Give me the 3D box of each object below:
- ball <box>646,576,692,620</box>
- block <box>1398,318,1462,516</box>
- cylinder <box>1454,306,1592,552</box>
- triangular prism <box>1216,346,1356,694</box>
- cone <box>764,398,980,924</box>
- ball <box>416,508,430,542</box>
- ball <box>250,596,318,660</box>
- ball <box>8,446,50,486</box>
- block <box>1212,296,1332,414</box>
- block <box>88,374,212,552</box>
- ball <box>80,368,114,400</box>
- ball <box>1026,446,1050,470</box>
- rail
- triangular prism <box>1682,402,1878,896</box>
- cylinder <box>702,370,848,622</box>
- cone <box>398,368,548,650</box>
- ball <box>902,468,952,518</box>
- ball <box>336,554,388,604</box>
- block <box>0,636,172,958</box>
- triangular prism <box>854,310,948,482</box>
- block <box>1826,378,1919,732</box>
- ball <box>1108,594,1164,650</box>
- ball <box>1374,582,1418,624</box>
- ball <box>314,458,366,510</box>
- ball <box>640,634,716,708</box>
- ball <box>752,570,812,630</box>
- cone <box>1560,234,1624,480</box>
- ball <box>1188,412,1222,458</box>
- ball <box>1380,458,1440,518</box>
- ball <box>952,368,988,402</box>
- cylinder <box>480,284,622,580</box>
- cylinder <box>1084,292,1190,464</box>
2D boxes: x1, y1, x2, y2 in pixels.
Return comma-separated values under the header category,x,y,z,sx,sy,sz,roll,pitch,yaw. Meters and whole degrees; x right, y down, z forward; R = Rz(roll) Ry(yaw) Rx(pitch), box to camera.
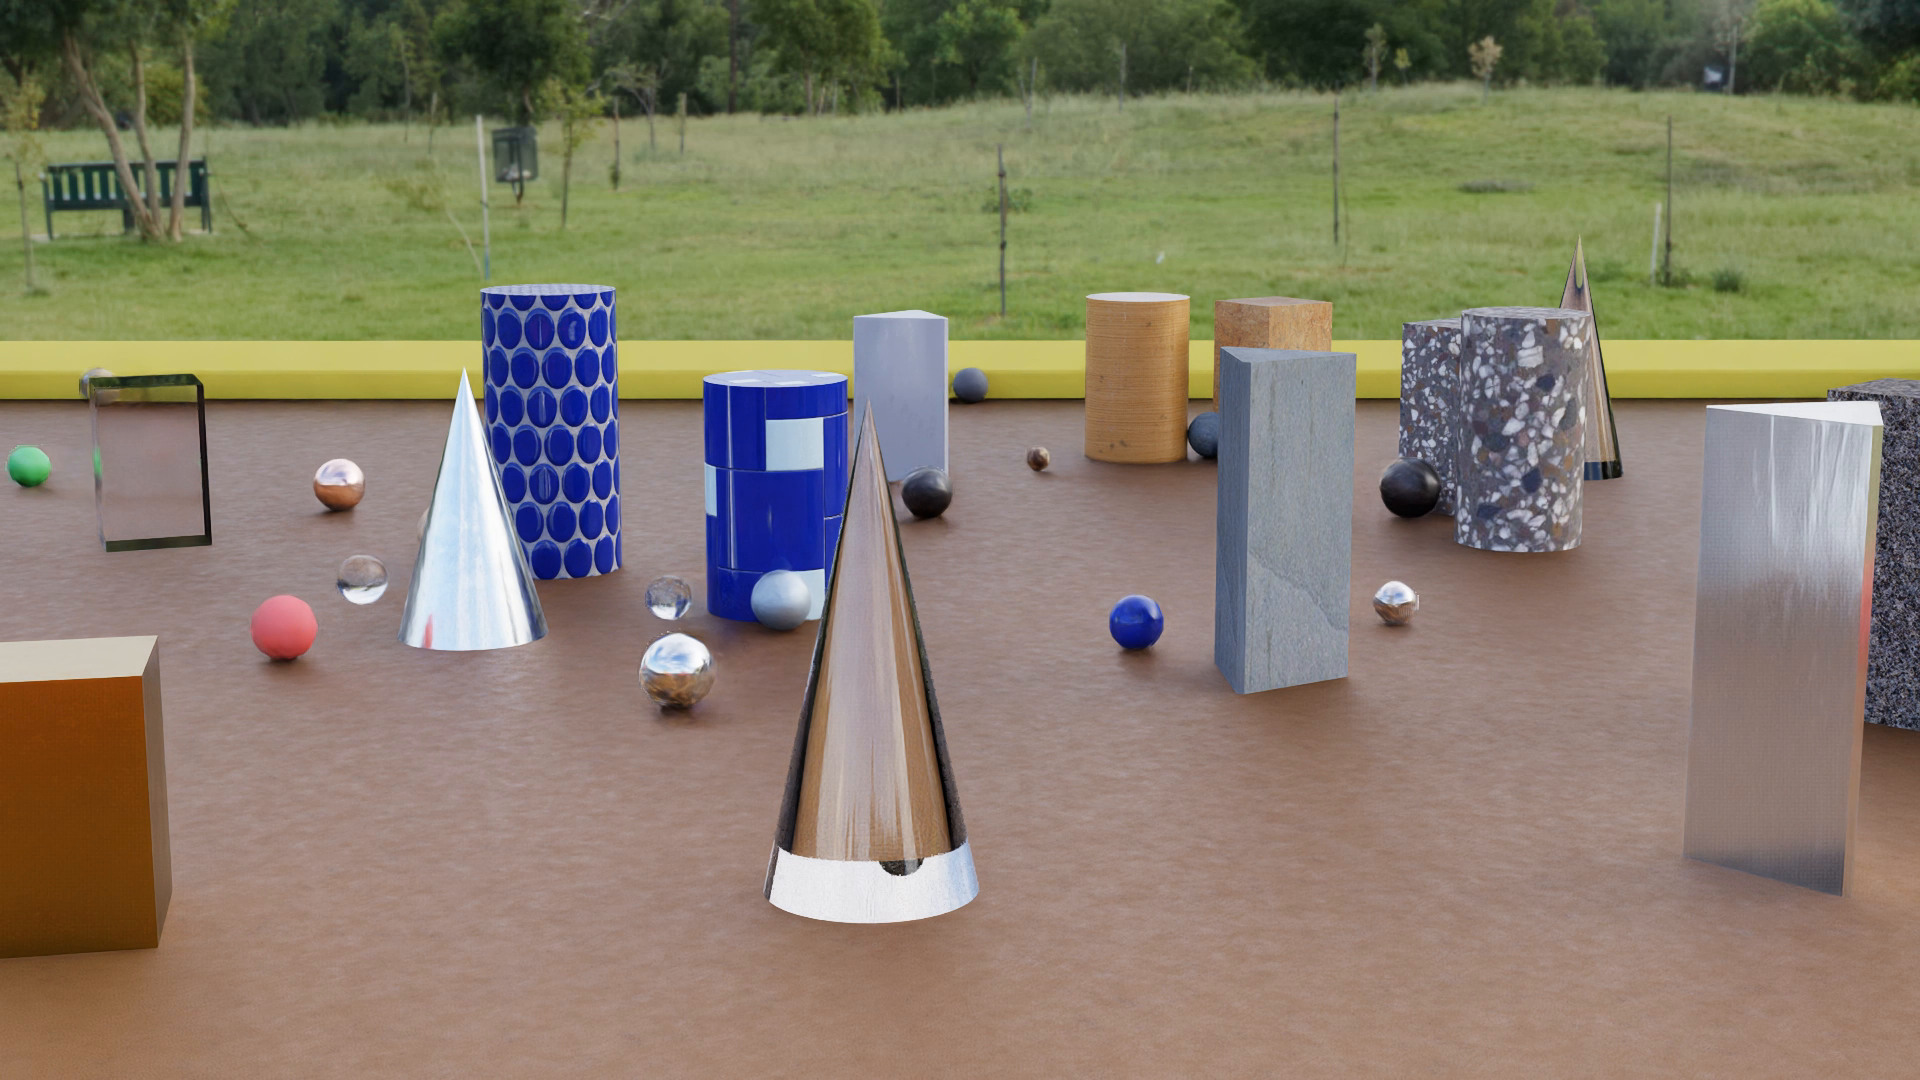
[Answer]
category,x,y,z,sx,sy,sz,roll,pitch,yaw
ball,-0.385,0.076,3.400,0.059,0.059,0.059,0,11,0
block,0.837,-0.205,4.236,0.155,0.306,0.155,-9,14,-40
cylinder,0.861,-0.173,3.936,0.193,0.353,0.193,0,11,0
triangular prism,0.357,-0.031,3.072,0.167,0.390,0.145,-7,13,-33
cone,-0.079,0.093,2.256,0.193,0.445,0.193,0,11,0
ball,-0.757,-0.012,3.793,0.090,0.090,0.090,0,11,0
ball,-0.836,0.108,3.172,0.080,0.080,0.080,0,11,0
ball,-1.621,-0.128,4.470,0.070,0.070,0.070,0,11,0
block,0.586,-0.305,4.822,0.155,0.288,0.155,-7,13,-34
block,-1.246,-0.121,3.947,0.155,0.247,0.155,-4,11,-22
ball,-1.865,-0.334,5.561,0.077,0.077,0.077,0,11,0
ball,0.141,-0.147,4.644,0.045,0.045,0.045,0,11,0
rail,-0.013,-0.371,5.620,4.420,0.126,0.045,0,11,0
triangular prism,0.783,0.089,2.342,0.145,0.421,0.167,-9,14,-41
cylinder,-0.246,-0.062,3.451,0.193,0.313,0.193,0,11,0
cone,-0.629,-0.050,3.289,0.193,0.347,0.193,0,11,0
ball,-0.053,-0.076,4.158,0.082,0.082,0.082,0,11,0
ball,-0.814,0.054,3.496,0.068,0.068,0.068,0,11,0
block,-0.761,0.215,2.177,0.155,0.233,0.155,-2,11,-12
triangular prism,-0.091,-0.258,4.567,0.167,0.290,0.145,2,11,11
block,1.075,0.013,2.892,0.155,0.368,0.155,10,14,43
ball,0.222,0.104,3.224,0.070,0.070,0.070,0,11,0
ball,0.572,0.083,3.373,0.057,0.057,0.057,0,11,0
ball,-1.022,-0.091,4.230,0.085,0.085,0.085,0,11,0
ball,-0.322,0.150,2.933,0.086,0.086,0.086,0,11,0
ball,-0.232,0.078,3.334,0.080,0.080,0.080,0,11,0
cone,1.100,-0.334,4.593,0.193,0.430,0.193,0,11,0
ball,0.469,-0.197,4.800,0.086,0.086,0.086,0,11,0
ball,0.730,-0.084,4.157,0.097,0.097,0.097,0,11,0
ball,0.022,-0.336,5.572,0.077,0.077,0.077,0,11,0
cylinder,-0.592,-0.161,3.727,0.193,0.406,0.193,0,11,0
cylinder,0.331,-0.305,4.798,0.193,0.299,0.193,0,11,0
